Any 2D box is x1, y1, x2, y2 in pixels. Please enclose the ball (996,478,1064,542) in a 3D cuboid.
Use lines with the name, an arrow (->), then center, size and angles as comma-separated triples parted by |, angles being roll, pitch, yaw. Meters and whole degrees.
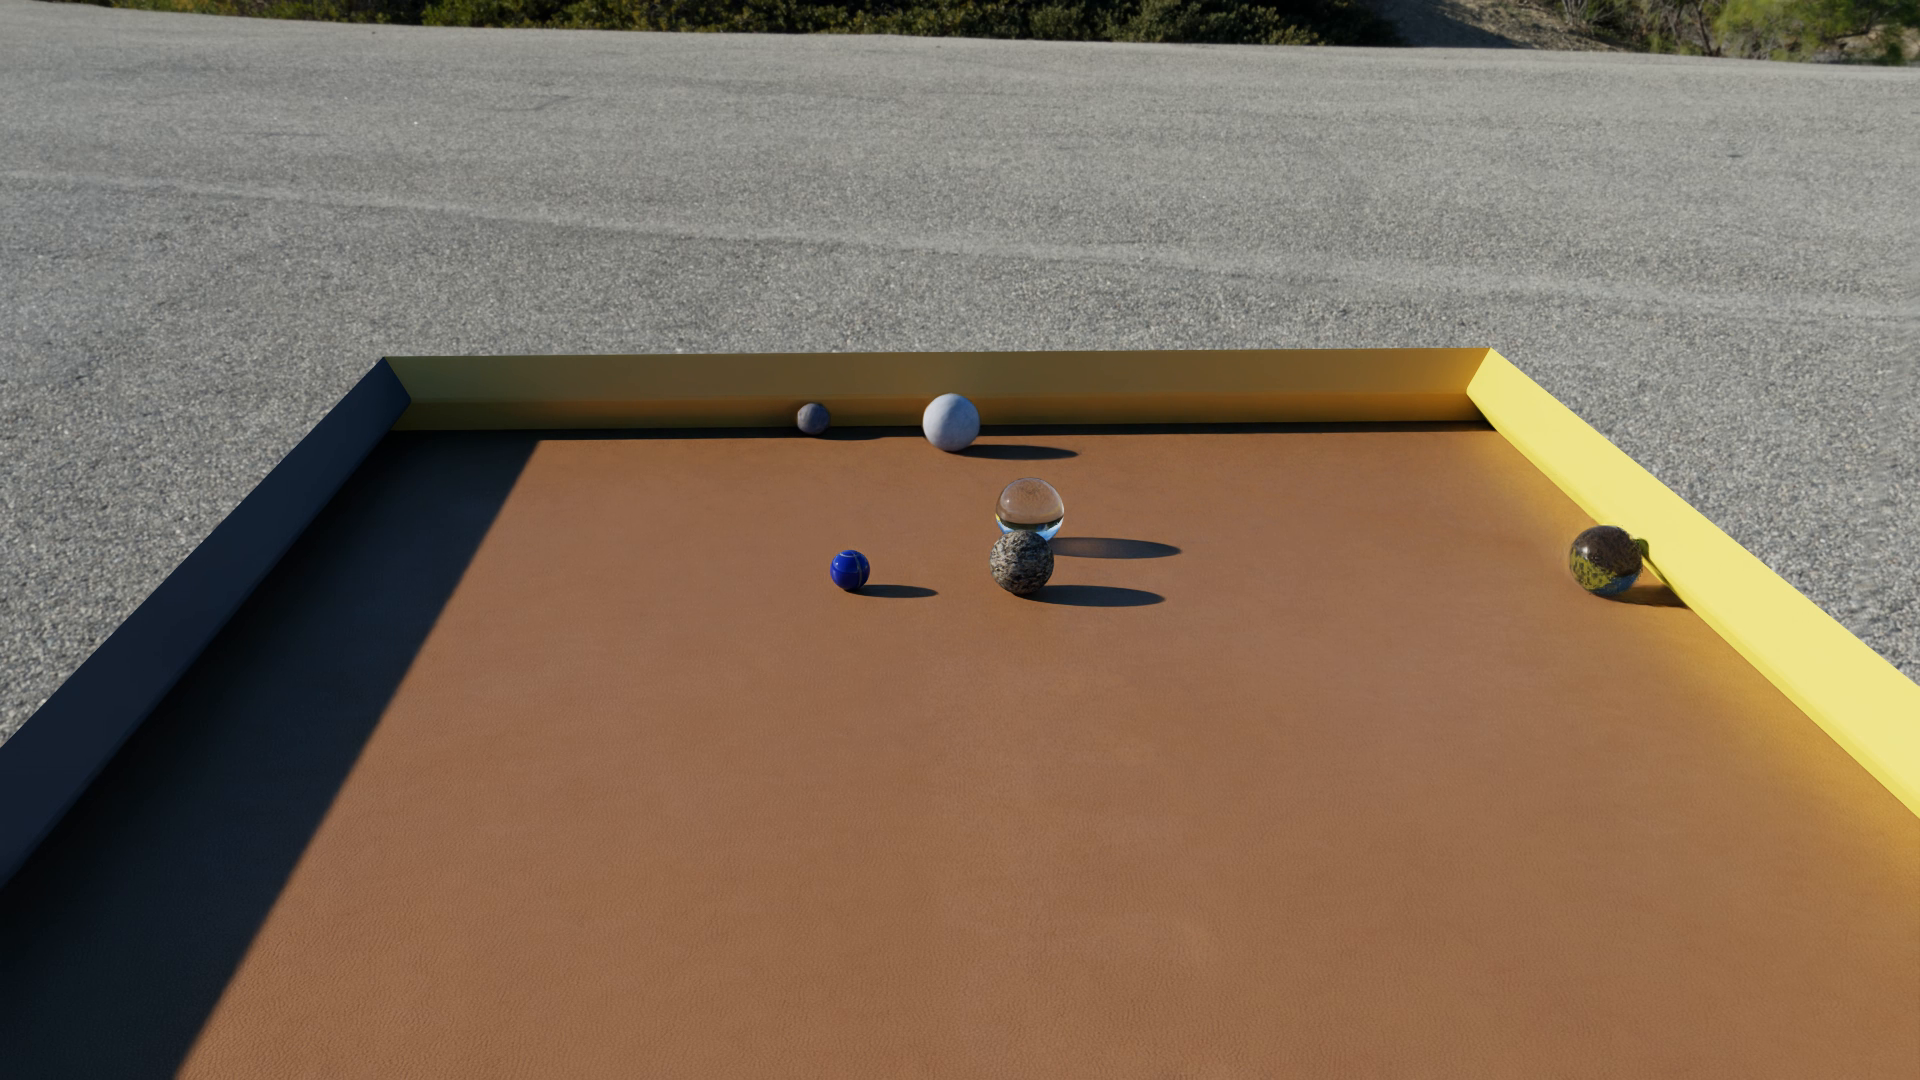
ball -> 0.084, -0.034, 2.642 | 0.083, 0.083, 0.083 | 0, 17, 0

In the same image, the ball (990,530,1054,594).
ball -> 0.069, 0.024, 2.471 | 0.073, 0.073, 0.073 | 0, 17, 0

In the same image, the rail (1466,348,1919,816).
rail -> 0.805, 0.170, 1.940 | 0.045, 0.108, 2.698 | -1, 17, -2

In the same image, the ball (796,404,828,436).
ball -> -0.212, -0.173, 3.151 | 0.047, 0.047, 0.047 | 0, 17, 0

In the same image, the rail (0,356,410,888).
rail -> -0.754, 0.188, 1.884 | 0.045, 0.108, 2.698 | -1, 17, -2

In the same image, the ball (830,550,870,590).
ball -> -0.124, 0.034, 2.486 | 0.046, 0.046, 0.046 | 0, 17, 0

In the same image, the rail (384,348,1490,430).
rail -> -0.025, -0.214, 3.177 | 1.607, 0.108, 0.045 | -1, 17, -2

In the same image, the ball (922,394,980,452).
ball -> -0.012, -0.164, 3.065 | 0.081, 0.081, 0.081 | 0, 17, 0

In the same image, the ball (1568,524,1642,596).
ball -> 0.724, 0.022, 2.466 | 0.080, 0.080, 0.080 | 0, 17, 0
